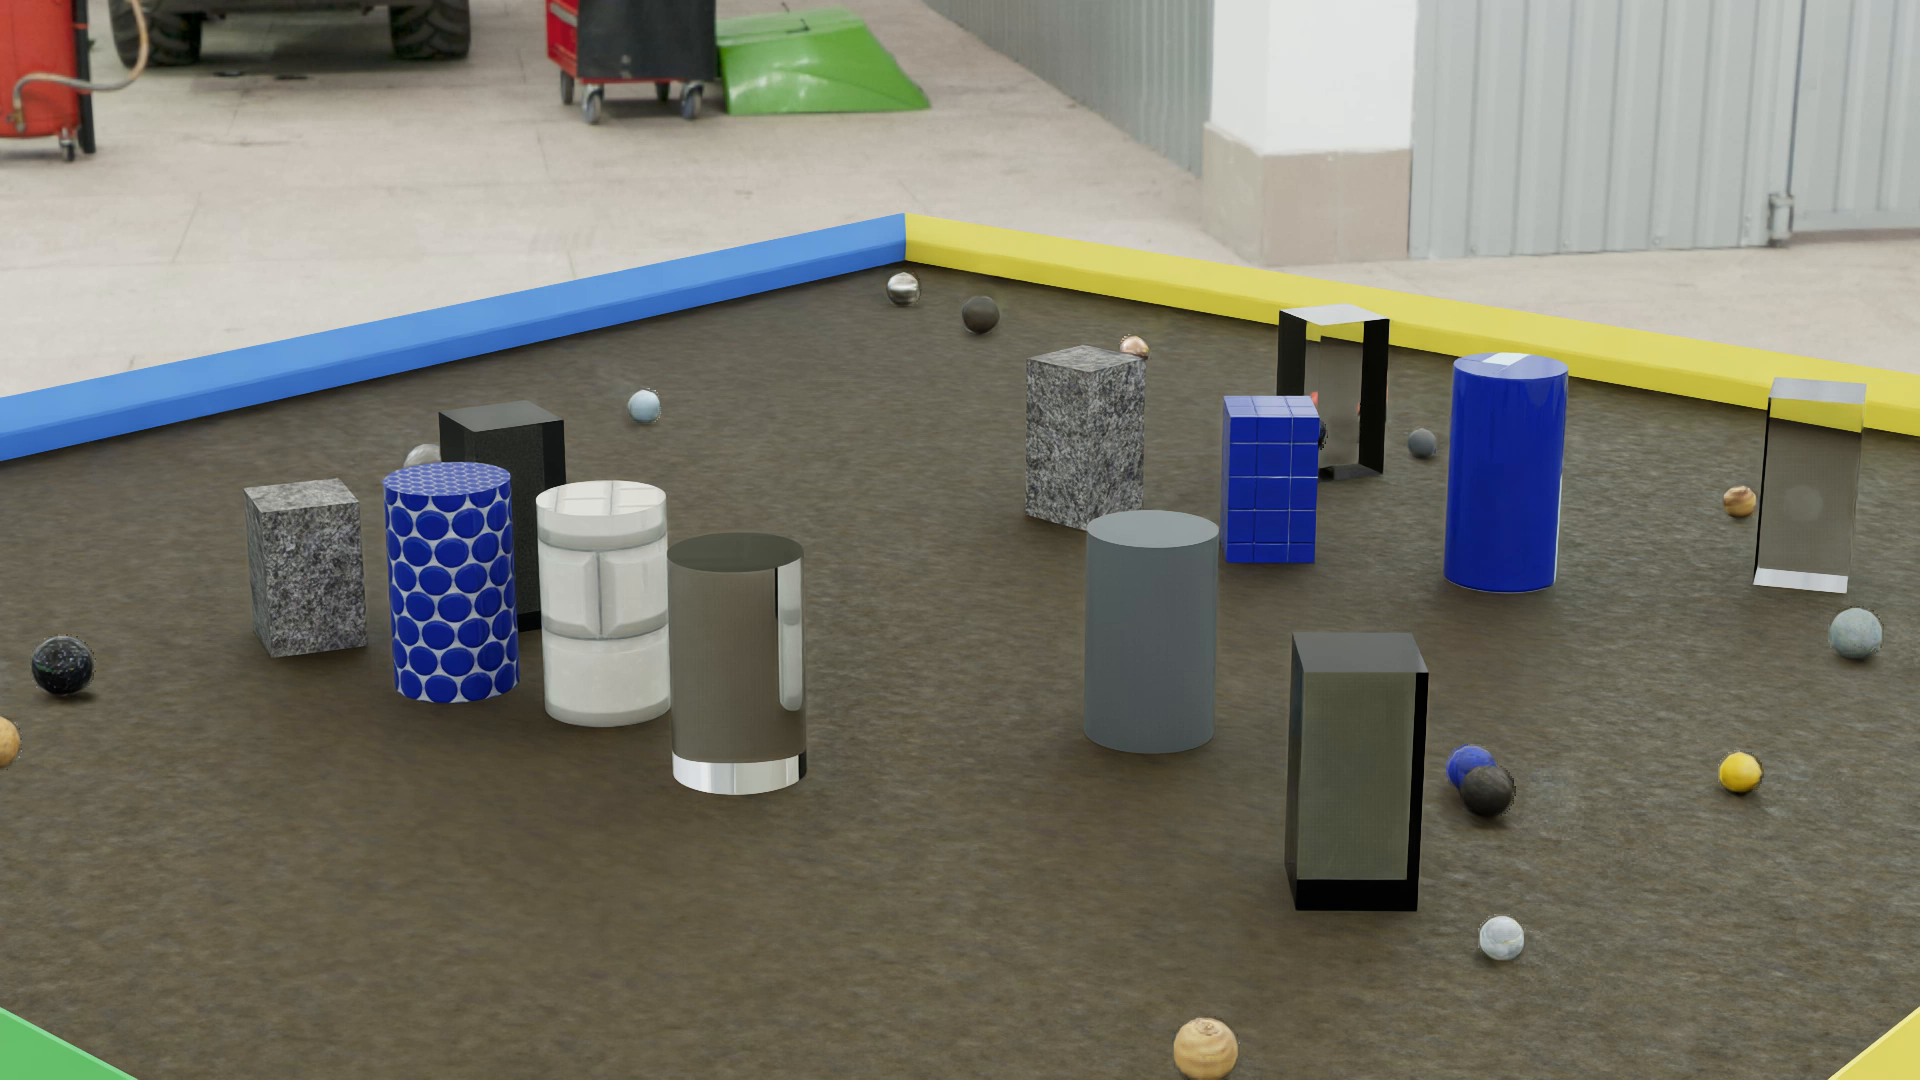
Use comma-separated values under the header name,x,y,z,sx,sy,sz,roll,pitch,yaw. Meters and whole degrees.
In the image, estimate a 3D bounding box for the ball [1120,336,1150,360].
name,x,y,z,sx,sy,sz,roll,pitch,yaw
ball,0.402,-0.436,6.779,0.069,0.069,0.069,0,17,0

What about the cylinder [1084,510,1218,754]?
name,x,y,z,sx,sy,sz,roll,pitch,yaw
cylinder,0.289,0.137,4.440,0.199,0.322,0.199,0,17,0

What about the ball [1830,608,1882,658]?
name,x,y,z,sx,sy,sz,roll,pitch,yaw
ball,1.467,0.153,4.803,0.083,0.083,0.083,0,17,0

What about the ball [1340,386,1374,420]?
name,x,y,z,sx,sy,sz,roll,pitch,yaw
ball,0.855,-0.295,6.311,0.070,0.070,0.070,0,17,0

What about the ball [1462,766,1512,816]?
name,x,y,z,sx,sy,sz,roll,pitch,yaw
ball,0.745,0.355,4.149,0.070,0.070,0.070,0,17,0

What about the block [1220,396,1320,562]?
name,x,y,z,sx,sy,sz,roll,pitch,yaw
block,0.564,-0.112,5.355,0.159,0.272,0.159,0,17,0

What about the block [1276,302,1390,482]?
name,x,y,z,sx,sy,sz,roll,pitch,yaw
block,0.745,-0.297,5.884,0.159,0.320,0.159,-8,18,-24

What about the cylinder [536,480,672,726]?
name,x,y,z,sx,sy,sz,roll,pitch,yaw
cylinder,-0.551,0.097,4.547,0.199,0.338,0.199,0,17,0

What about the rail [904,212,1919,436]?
name,x,y,z,sx,sy,sz,roll,pitch,yaw
rail,1.393,-0.430,6.656,4.128,0.129,0.045,14,22,39

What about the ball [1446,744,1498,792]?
name,x,y,z,sx,sy,sz,roll,pitch,yaw
ball,0.739,0.332,4.232,0.073,0.073,0.073,0,17,0

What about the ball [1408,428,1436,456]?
name,x,y,z,sx,sy,sz,roll,pitch,yaw
ball,0.948,-0.199,6.016,0.058,0.058,0.058,0,17,0

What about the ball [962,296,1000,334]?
name,x,y,z,sx,sy,sz,roll,pitch,yaw
ball,0.050,-0.547,7.109,0.092,0.092,0.092,0,17,0

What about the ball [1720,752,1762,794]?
name,x,y,z,sx,sy,sz,roll,pitch,yaw
ball,1.127,0.336,4.236,0.058,0.058,0.058,0,17,0

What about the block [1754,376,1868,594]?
name,x,y,z,sx,sy,sz,roll,pitch,yaw
block,1.505,-0.099,5.191,0.159,0.341,0.159,6,18,18

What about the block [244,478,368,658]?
name,x,y,z,sx,sy,sz,roll,pitch,yaw
block,-1.088,0.045,4.875,0.159,0.248,0.159,-7,18,-22

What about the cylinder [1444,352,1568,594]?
name,x,y,z,sx,sy,sz,roll,pitch,yaw
cylinder,0.964,-0.120,5.183,0.199,0.386,0.199,0,17,0

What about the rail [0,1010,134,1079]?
name,x,y,z,sx,sy,sz,roll,pitch,yaw
rail,-1.393,0.495,3.584,4.128,0.129,0.045,14,22,39

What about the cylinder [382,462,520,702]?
name,x,y,z,sx,sy,sz,roll,pitch,yaw
cylinder,-0.805,0.065,4.651,0.199,0.338,0.199,0,17,0

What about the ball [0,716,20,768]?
name,x,y,z,sx,sy,sz,roll,pitch,yaw
ball,-1.428,0.299,4.319,0.082,0.082,0.082,0,17,0

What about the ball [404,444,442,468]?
name,x,y,z,sx,sy,sz,roll,pitch,yaw
ball,-1.043,-0.141,5.757,0.096,0.096,0.096,0,17,0

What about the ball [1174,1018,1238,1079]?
name,x,y,z,sx,sy,sz,roll,pitch,yaw
ball,0.283,0.587,3.375,0.075,0.075,0.075,0,17,0

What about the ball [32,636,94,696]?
name,x,y,z,sx,sy,sz,roll,pitch,yaw
ball,-1.418,0.199,4.632,0.094,0.094,0.094,0,17,0

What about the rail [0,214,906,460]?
name,x,y,z,sx,sy,sz,roll,pitch,yaw
rail,-1.541,-0.353,6.400,0.045,0.129,4.296,14,22,39

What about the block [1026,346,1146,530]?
name,x,y,z,sx,sy,sz,roll,pitch,yaw
block,0.238,-0.196,5.572,0.159,0.307,0.159,16,23,43

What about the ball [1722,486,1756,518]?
name,x,y,z,sx,sy,sz,roll,pitch,yaw
ball,1.486,-0.073,5.588,0.062,0.062,0.062,0,17,0

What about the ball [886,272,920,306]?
name,x,y,z,sx,sy,sz,roll,pitch,yaw
ball,-0.144,-0.633,7.412,0.084,0.084,0.084,0,17,0

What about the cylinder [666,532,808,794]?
name,x,y,z,sx,sy,sz,roll,pitch,yaw
cylinder,-0.324,0.178,4.280,0.199,0.336,0.199,0,17,0

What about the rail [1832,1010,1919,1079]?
name,x,y,z,sx,sy,sz,roll,pitch,yaw
rail,1.541,0.418,3.839,0.045,0.129,4.296,14,22,39

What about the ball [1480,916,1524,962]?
name,x,y,z,sx,sy,sz,roll,pitch,yaw
ball,0.683,0.502,3.691,0.056,0.056,0.056,0,17,0

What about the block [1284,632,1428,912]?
name,x,y,z,sx,sy,sz,roll,pitch,yaw
block,0.520,0.304,3.869,0.159,0.331,0.159,0,17,1

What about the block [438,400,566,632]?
name,x,y,z,sx,sy,sz,roll,pitch,yaw
block,-0.769,-0.037,4.959,0.159,0.357,0.159,-10,19,-29

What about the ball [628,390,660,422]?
name,x,y,z,sx,sy,sz,roll,pitch,yaw
ball,-0.677,-0.286,6.285,0.069,0.069,0.069,0,17,0
